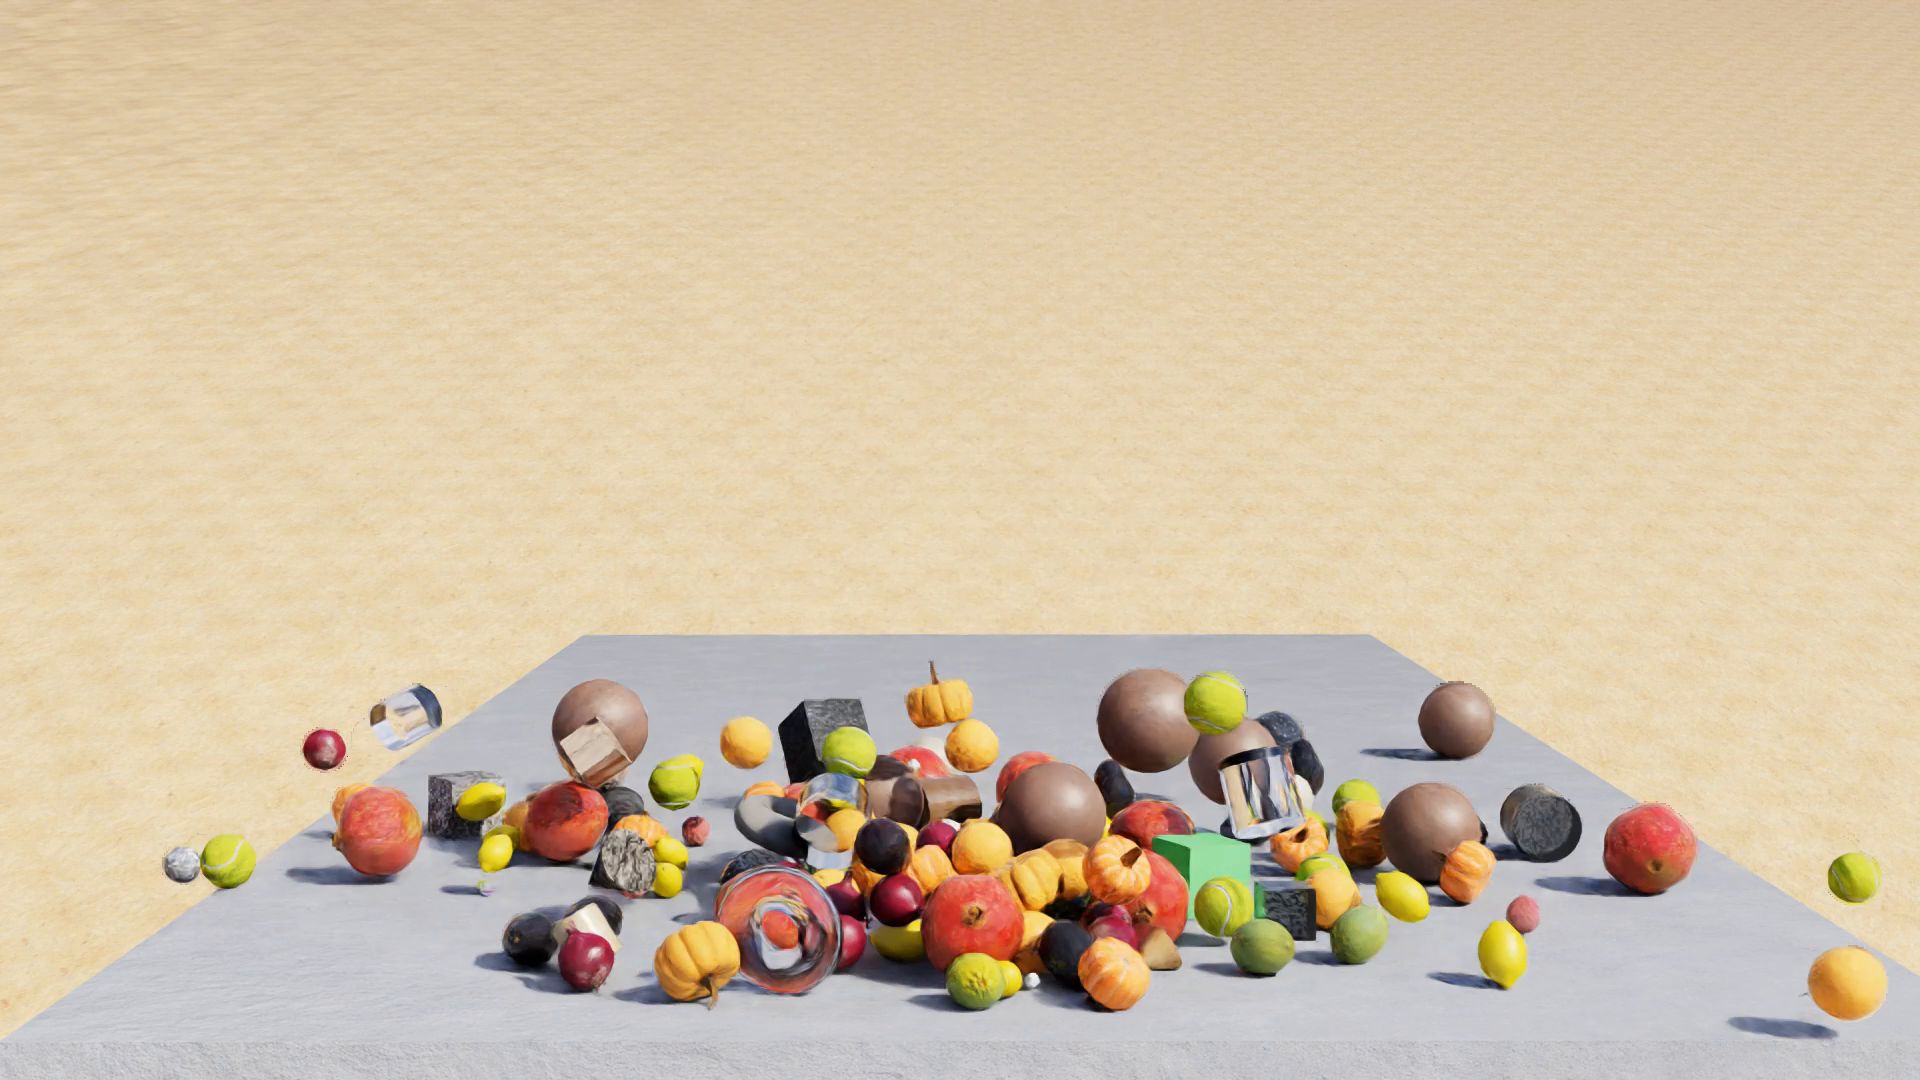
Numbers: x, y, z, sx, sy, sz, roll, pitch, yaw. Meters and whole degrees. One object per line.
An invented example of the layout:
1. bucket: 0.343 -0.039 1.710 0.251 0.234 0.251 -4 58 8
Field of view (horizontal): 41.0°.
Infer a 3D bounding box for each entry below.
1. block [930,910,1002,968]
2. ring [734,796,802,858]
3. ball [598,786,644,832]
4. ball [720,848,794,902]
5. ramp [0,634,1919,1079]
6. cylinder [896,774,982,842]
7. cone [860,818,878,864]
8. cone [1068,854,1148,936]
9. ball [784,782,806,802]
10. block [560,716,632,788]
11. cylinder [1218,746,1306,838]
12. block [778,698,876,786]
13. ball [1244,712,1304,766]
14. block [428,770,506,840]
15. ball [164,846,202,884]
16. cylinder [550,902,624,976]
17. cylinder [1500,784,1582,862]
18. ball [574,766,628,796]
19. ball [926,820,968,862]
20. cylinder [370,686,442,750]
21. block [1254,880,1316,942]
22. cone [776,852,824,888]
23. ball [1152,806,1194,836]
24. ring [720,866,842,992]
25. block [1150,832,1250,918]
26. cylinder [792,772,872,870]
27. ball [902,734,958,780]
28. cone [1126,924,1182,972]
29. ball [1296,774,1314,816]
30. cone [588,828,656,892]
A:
1. block: 0.007 0.444 2.861 0.054 0.054 0.054 6 0 -33
2. ring: -0.219 0.364 3.260 0.139 0.046 0.139 18 8 -2
3. ball: -0.487 0.388 3.685 0.068 0.068 0.068 0 20 0
4. ball: -0.240 0.415 3.060 0.093 0.093 0.093 0 20 0
5. ramp: 0.046 0.418 4.535 2.000 0.100 4.000 0 4 0
6. cylinder: -0.030 0.380 3.646 0.088 0.088 0.088 -2 18 -33
7. cone: -0.125 0.420 3.473 0.067 0.067 0.067 -11 35 -28
8. cone: 0.176 0.441 3.048 0.097 0.097 0.097 1 30 2
9. ball: -0.229 0.386 3.782 0.059 0.059 0.059 0 20 0
10. block: -0.474 0.277 3.346 0.057 0.057 0.057 -36 62 -2
11. cylinder: 0.378 0.317 3.216 0.092 0.092 0.092 -10 -19 -4
12. block: -0.202 0.304 3.865 0.097 0.097 0.097 -1 -28 -31
13. ball: 0.524 0.334 4.269 0.099 0.099 0.099 0 20 0
14. block: -0.709 0.381 3.692 0.082 0.082 0.082 -3 5 -36
15. ball: -1.064 0.445 3.513 0.050 0.050 0.050 0 20 0
16. cylinder: -0.409 0.437 2.808 0.059 0.059 0.059 -32 -7 -4
17. cylinder: 0.793 0.387 3.510 0.091 0.091 0.091 0 4 -1
18. ball: -0.521 0.332 3.718 0.077 0.077 0.077 0 20 0
19. ball: -0.017 0.407 3.473 0.057 0.057 0.057 0 20 0
20. cylinder: -0.925 0.297 4.290 0.085 0.085 0.085 14 27 33
21. block: 0.381 0.434 3.009 0.060 0.060 0.060 0 2 -7
22. cone: -0.207 0.430 3.297 0.072 0.072 0.072 26 25 8
23. ball: 0.298 0.400 3.583 0.056 0.056 0.056 0 20 0
24. ring: -0.191 0.414 2.727 0.143 0.143 0.048 8 17 21
25. block: 0.294 0.411 3.148 0.087 0.087 0.087 0 3 -28
26. cylinder: -0.155 0.341 3.122 0.093 0.093 0.093 0 15 0
27. ball: -0.048 0.353 4.062 0.090 0.090 0.090 0 20 0
28. cone: 0.206 0.463 2.837 0.056 0.056 0.056 -30 30 -18
29. ball: 0.480 0.379 3.760 0.076 0.076 0.076 0 20 0
30. cone: -0.426 0.403 3.108 0.083 0.083 0.083 -33 -2 36
